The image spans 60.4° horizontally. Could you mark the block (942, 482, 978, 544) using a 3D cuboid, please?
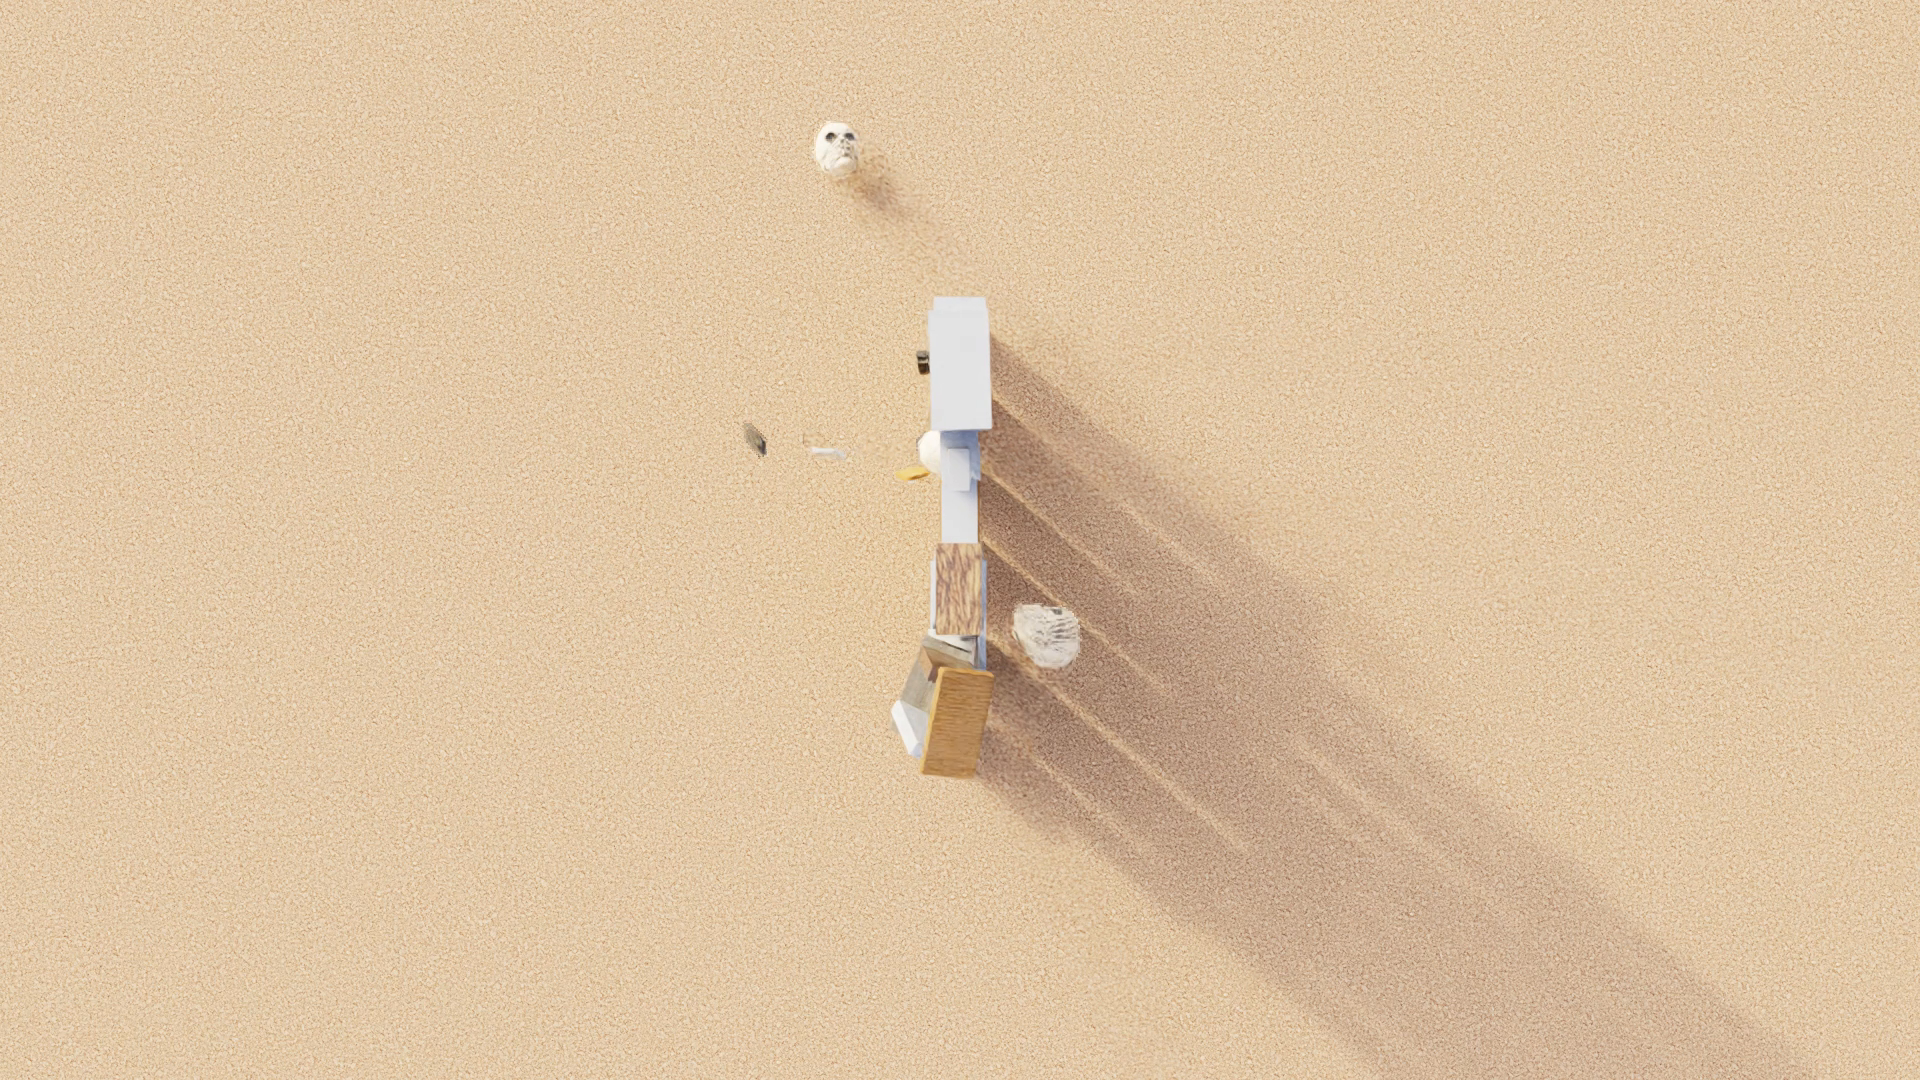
[{"bbox_3d":[-0.002,-0.059,4.541,0.099,0.028,0.197,0,90,0],"label":"block"}]

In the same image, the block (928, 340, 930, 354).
[{"bbox_3d":[-0.009,-0.540,4.429,0.153,0.323,0.043,2,89,-2],"label":"block"}]

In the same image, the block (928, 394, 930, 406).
[{"bbox_3d":[-0.023,-0.411,5.061,0.134,0.393,0.038,-7,87,1],"label":"block"}]

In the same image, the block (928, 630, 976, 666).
[{"bbox_3d":[-0.030,0.315,4.665,0.138,0.276,0.039,-3,106,4],"label":"block"}]

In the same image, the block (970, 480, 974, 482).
[{"bbox_3d":[0.000,-0.095,4.805,0.081,0.023,0.163,0,91,0],"label":"block"}]

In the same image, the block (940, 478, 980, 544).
[{"bbox_3d":[0.000,-0.070,5.231,0.126,0.036,0.251,0,90,0],"label":"block"}]

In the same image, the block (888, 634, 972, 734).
[{"bbox_3d":[-0.081,0.413,4.516,0.138,0.039,0.276,21,96,0],"label":"block"}]

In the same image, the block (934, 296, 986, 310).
[{"bbox_3d":[-0.002,-0.596,5.155,0.160,0.045,0.320,1,90,0],"label":"block"}]

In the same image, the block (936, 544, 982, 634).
[{"bbox_3d":[-0.004,0.133,4.487,0.124,0.035,0.248,0,90,0],"label":"block"}]

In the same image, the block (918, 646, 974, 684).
[{"bbox_3d":[-0.029,0.345,4.338,0.139,0.277,0.039,20,94,-9],"label":"block"}]

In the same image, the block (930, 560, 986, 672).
[{"bbox_3d":[-0.005,0.235,5.132,0.171,0.049,0.343,0,90,0],"label":"block"}]

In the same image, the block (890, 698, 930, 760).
[{"bbox_3d":[-0.091,0.519,4.352,0.139,0.277,0.039,29,100,-20],"label":"block"}]

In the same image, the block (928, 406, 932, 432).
[{"bbox_3d":[-0.006,-0.328,4.418,0.153,0.306,0.043,-2,89,-2],"label":"block"}]

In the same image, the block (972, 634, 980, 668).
[{"bbox_3d":[-0.007,0.321,4.973,0.134,0.267,0.038,6,69,4],"label":"block"}]

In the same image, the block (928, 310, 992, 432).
[{"bbox_3d":[-0.001,-0.436,4.244,0.153,0.043,0.306,-2,89,-2],"label":"block"}]

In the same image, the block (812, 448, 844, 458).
[{"bbox_3d":[-0.409,-0.268,5.087,0.096,0.048,0.014,6,77,42],"label":"block"}]

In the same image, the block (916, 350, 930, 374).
[{"bbox_3d":[-0.060,-0.540,4.998,0.134,0.267,0.038,-2,89,0],"label":"block"}]

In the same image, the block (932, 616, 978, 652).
[{"bbox_3d":[-0.032,0.361,4.821,0.134,0.038,0.267,12,88,4],"label":"block"}]

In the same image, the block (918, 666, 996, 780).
[{"bbox_3d":[-0.008,0.465,4.192,0.139,0.039,0.277,8,100,-17],"label":"block"}]

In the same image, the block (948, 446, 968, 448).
[{"bbox_3d":[-0.005,-0.240,4.518,0.057,0.113,0.016,-2,100,-2],"label":"block"}]

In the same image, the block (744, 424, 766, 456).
[{"bbox_3d":[-0.600,-0.293,4.842,0.014,0.048,0.096,-26,49,-24],"label":"block"}]

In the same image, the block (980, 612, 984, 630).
[{"bbox_3d":[0.002,0.217,4.637,0.124,0.264,0.035,0,95,0],"label":"block"}]

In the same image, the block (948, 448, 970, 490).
[{"bbox_3d":[-0.002,-0.191,4.454,0.057,0.016,0.113,-1,92,-1],"label":"block"}]

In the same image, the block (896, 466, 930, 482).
[{"bbox_3d":[-0.145,-0.204,5.127,0.048,0.096,0.014,24,119,37],"label":"block"}]

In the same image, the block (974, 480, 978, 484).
[{"bbox_3d":[0.002,-0.119,4.995,0.102,0.029,0.203,0,90,0],"label":"block"}]

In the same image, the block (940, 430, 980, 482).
[{"bbox_3d":[-0.002,-0.272,4.590,0.109,0.031,0.219,-3,92,-1],"label":"block"}]
